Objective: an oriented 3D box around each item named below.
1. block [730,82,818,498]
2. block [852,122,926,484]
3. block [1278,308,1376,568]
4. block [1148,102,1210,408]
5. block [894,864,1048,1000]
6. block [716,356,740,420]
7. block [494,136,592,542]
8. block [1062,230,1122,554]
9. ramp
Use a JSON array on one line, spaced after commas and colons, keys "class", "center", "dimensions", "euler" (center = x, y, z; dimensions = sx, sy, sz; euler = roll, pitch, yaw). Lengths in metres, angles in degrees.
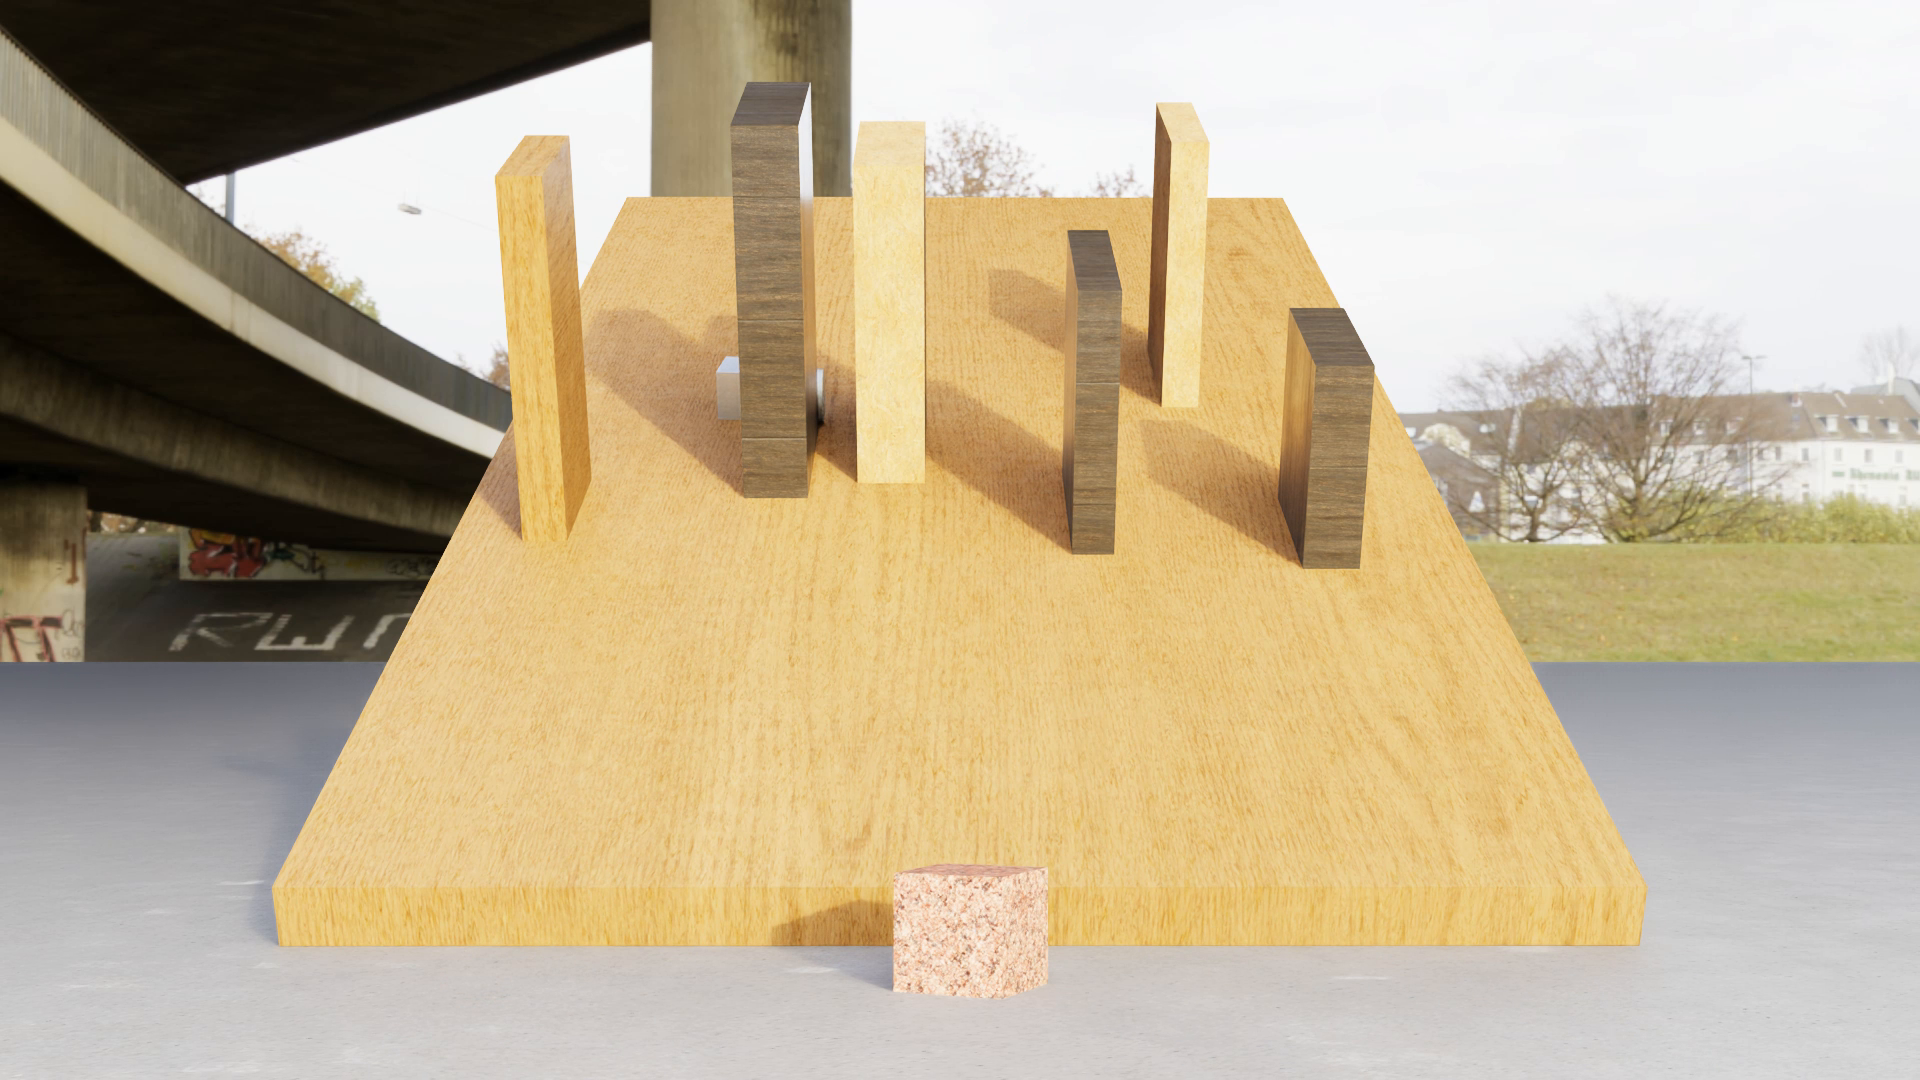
[{"class": "block", "center": [-0.379, -0.523, 4.797], "dimensions": [0.132, 0.775, 0.410], "euler": [0, 23, 0]}, {"class": "block", "center": [-0.144, -0.508, 4.892], "dimensions": [0.141, 0.676, 0.400], "euler": [0, 23, 0]}, {"class": "block", "center": [0.712, -0.204, 4.517], "dimensions": [0.110, 0.409, 0.366], "euler": [0, 23, 0]}, {"class": "block", "center": [0.503, -0.667, 5.354], "dimensions": [0.083, 0.612, 0.417], "euler": [0, 23, 0]}, {"class": "block", "center": [0.015, 0.501, 2.973], "dimensions": [0.150, 0.150, 0.150], "euler": [-1, -3, 24]}, {"class": "block", "center": [-0.484, -0.343, 5.224], "dimensions": [0.112, 0.112, 0.112], "euler": [3, 23, 6]}, {"class": "block", "center": [-0.817, -0.400, 4.558], "dimensions": [0.088, 0.732, 0.335], "euler": [0, 23, 0]}, {"class": "block", "center": [0.259, -0.300, 4.582], "dimensions": [0.083, 0.533, 0.427], "euler": [0, 23, 0]}, {"class": "ramp", "center": [-0.007, -0.225, 5.219], "dimensions": [2.000, 0.100, 4.000], "euler": [0, 23, 0]}]
